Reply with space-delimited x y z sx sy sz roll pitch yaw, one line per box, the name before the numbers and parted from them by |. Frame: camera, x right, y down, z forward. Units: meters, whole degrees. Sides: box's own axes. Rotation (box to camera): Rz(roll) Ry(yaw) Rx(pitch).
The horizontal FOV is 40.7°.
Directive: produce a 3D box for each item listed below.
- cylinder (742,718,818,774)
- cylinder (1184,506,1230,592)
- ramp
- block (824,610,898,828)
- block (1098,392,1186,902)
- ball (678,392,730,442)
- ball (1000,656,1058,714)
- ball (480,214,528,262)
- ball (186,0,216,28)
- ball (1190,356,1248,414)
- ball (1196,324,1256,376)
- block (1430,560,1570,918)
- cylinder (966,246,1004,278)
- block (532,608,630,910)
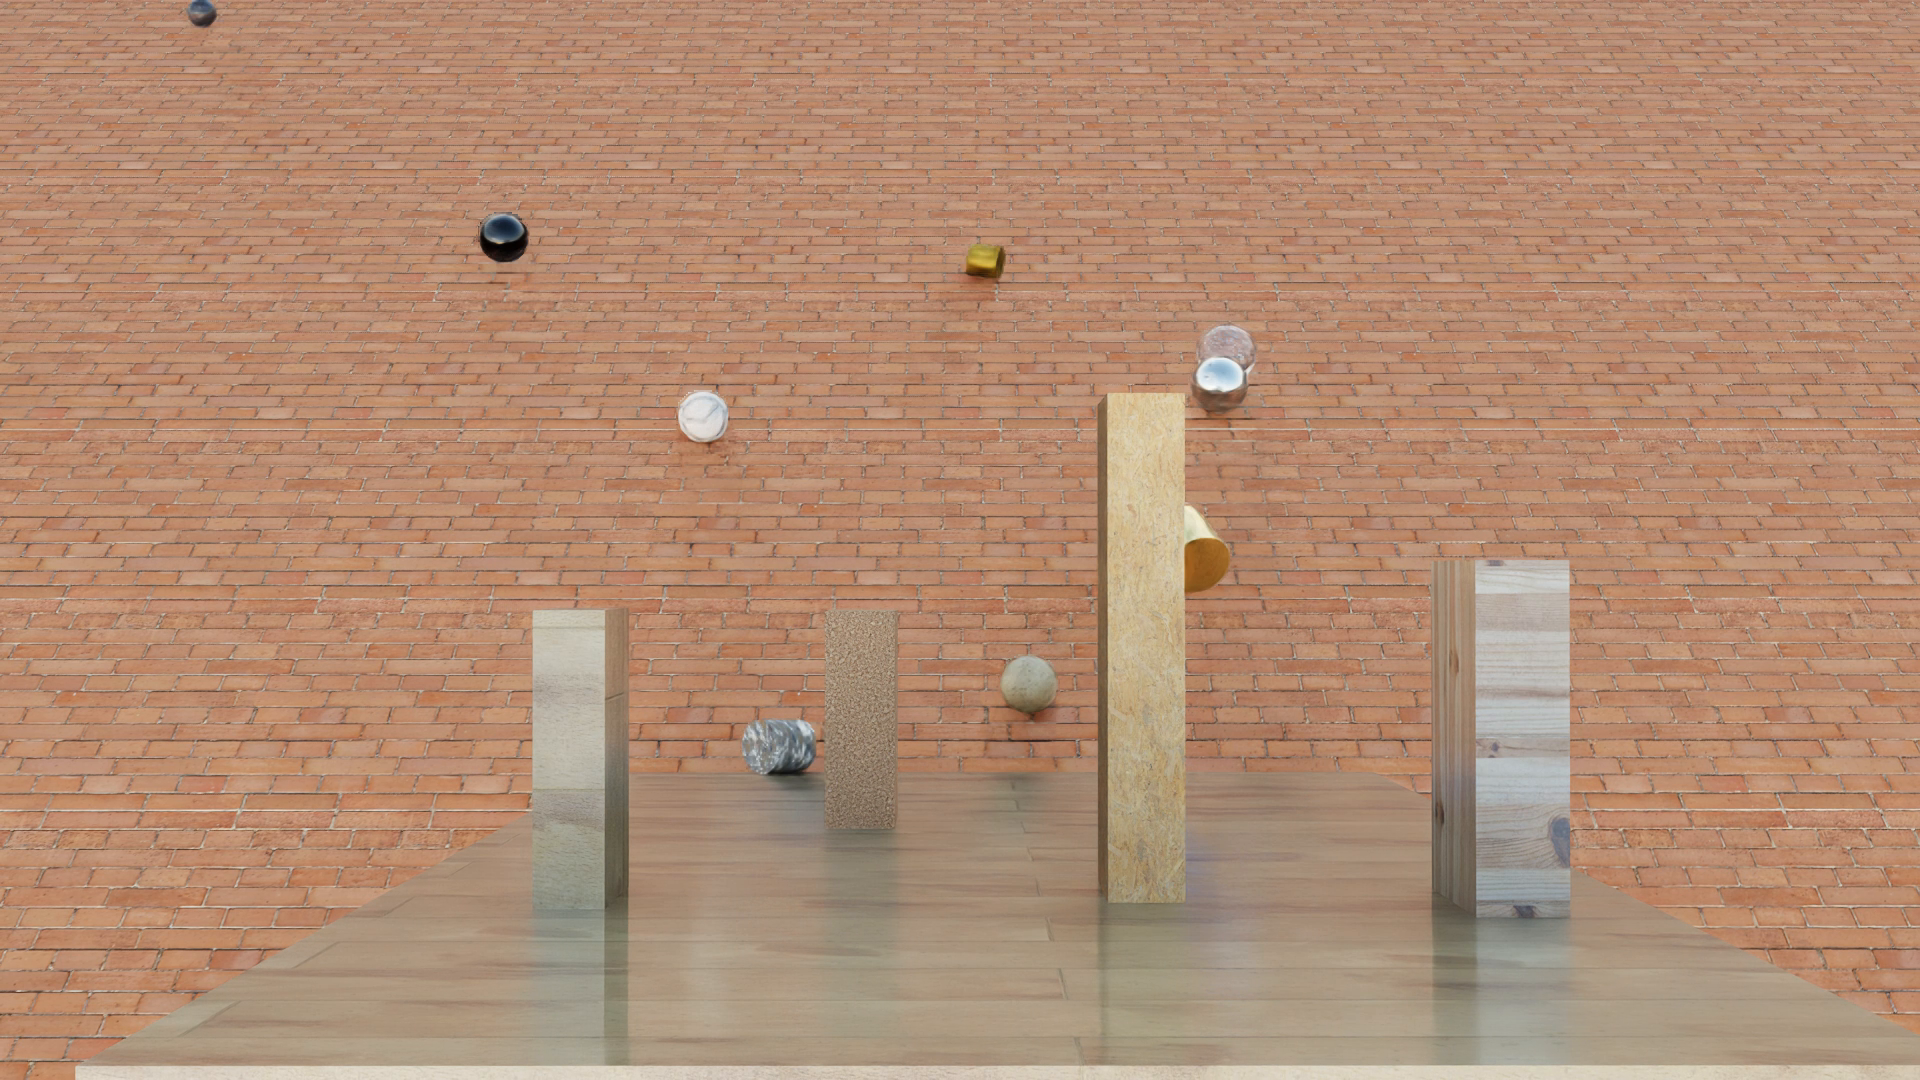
cylinder | -0.466 0.533 6.687 0.137 0.137 0.137 28 17 37
cylinder | 0.669 0.026 7.622 0.189 0.189 0.189 -10 33 -15
ramp | 0.071 0.626 4.718 2.000 0.100 4.000 0 -1 0
block | -0.203 0.365 5.376 0.141 0.439 0.281 0 -1 0
block | 0.292 0.171 4.209 0.121 0.799 0.292 0 -1 0
ball | -0.822 -0.394 8.317 0.164 0.164 0.164 0 32 0
ball | 0.188 0.394 7.061 0.157 0.157 0.157 0 32 0
ball | -1.660 -1.098 9.433 0.178 0.178 0.178 0 32 0
ball | -3.351 -2.330 11.451 0.128 0.128 0.128 0 32 0
ball | 0.848 -0.508 8.476 0.187 0.187 0.187 0 32 0
ball | 0.890 -0.621 8.647 0.198 0.198 0.198 0 32 0
block | 0.844 0.300 4.070 0.141 0.536 0.366 0 -1 0
cylinder | 0.091 -1.002 9.343 0.109 0.109 0.109 9 33 14
block | -0.602 0.340 4.132 0.111 0.460 0.293 0 -1 0
